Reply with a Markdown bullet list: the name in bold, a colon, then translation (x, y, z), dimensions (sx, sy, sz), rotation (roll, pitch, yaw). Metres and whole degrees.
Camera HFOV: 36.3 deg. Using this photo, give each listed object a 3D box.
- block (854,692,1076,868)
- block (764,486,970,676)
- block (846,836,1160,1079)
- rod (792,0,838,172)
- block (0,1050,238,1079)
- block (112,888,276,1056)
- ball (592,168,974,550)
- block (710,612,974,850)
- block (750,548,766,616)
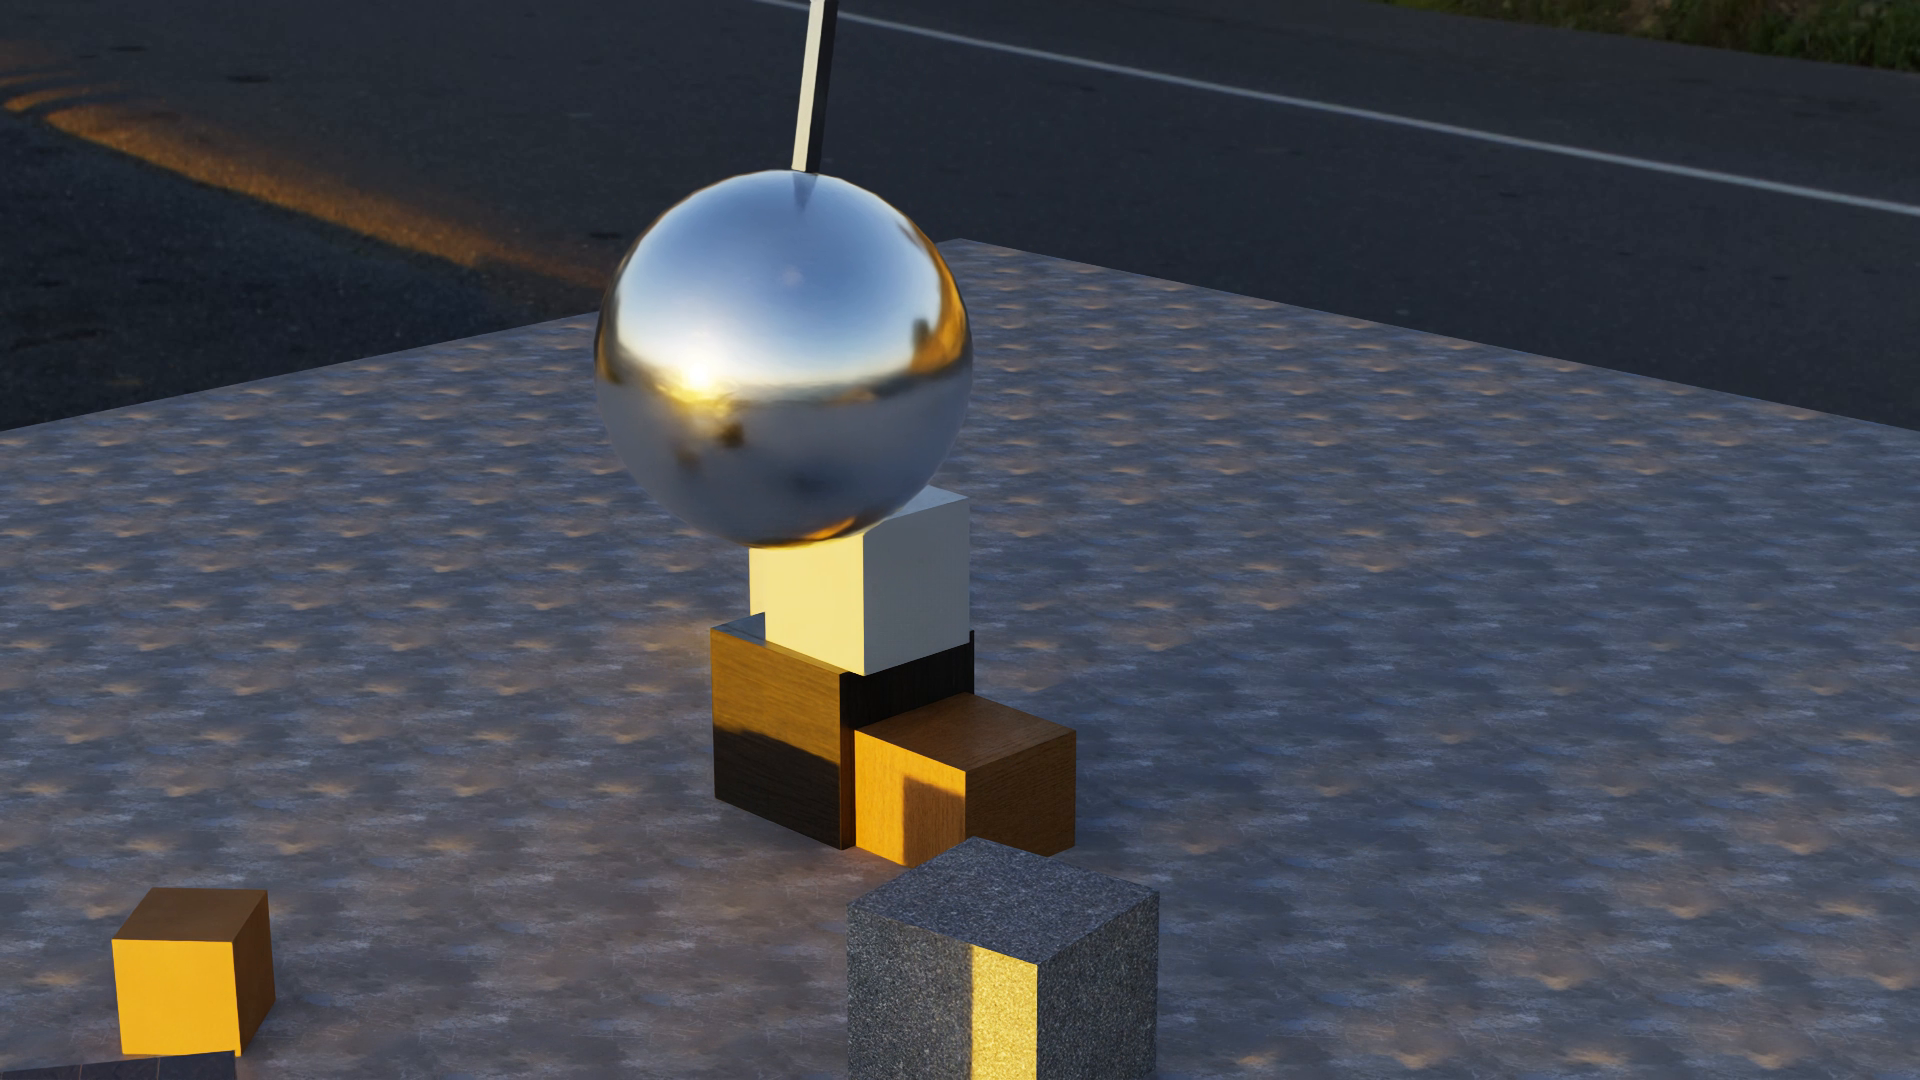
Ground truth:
- **block**: translation (0.025, 1.159, 13.686), dimensions (0.727, 0.581, 0.729), rotation (-17, 24, -42)
- **block**: translation (-0.438, 0.137, 13.783), dimensions (0.671, 0.717, 0.695), rotation (-16, 24, -41)
- **block**: translation (0.170, 1.753, 11.477), dimensions (0.900, 0.773, 0.830), rotation (13, 21, 35)
- **rod**: translation (-0.321, -4.074, 11.725), dimensions (0.080, 5.200, 0.080), rotation (17, 14, 42)
- **block**: translation (-2.746, 2.307, 9.436), dimensions (0.853, 0.940, 0.880), rotation (-4, 18, -11)
- **block**: translation (-3.110, 1.752, 11.933), dimensions (0.483, 0.501, 0.504), rotation (1, 17, 3)
- **ball**: translation (-0.741, -0.755, 12.328), dimensions (1.600, 1.600, 1.600), rotation (0, 17, 0)
- **block**: translation (-0.565, 0.845, 14.191), dimensions (0.879, 0.878, 0.914), rotation (-17, 24, -42)
- **block**: translation (-0.712, 0.223, 16.617), dimensions (0.733, 0.610, 0.717), rotation (-9, 19, -26)
